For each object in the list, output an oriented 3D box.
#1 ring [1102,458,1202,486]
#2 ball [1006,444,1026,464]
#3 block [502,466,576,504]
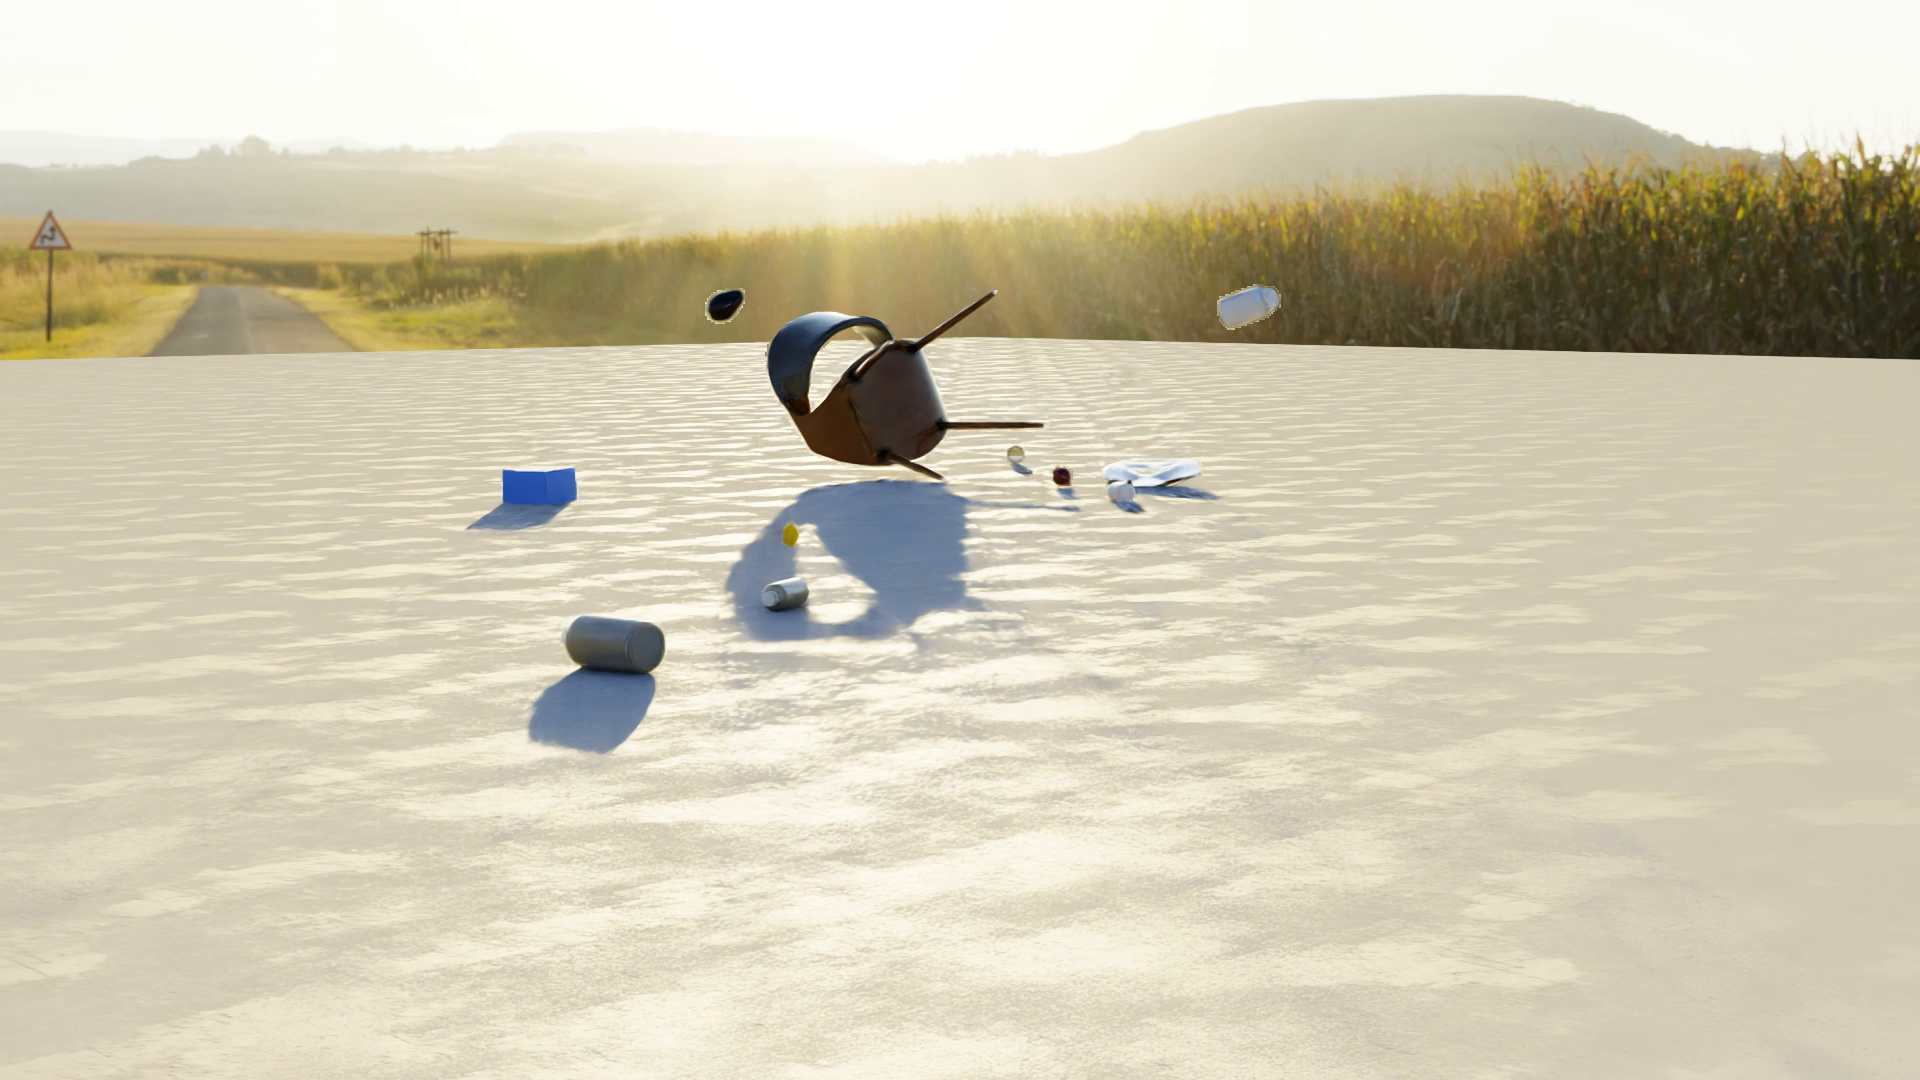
[{"bbox_3d":[0.609,-0.218,8.175,0.258,0.053,0.363,-17,15,-42],"label":"ring"},{"bbox_3d":[0.197,-0.301,9.004,0.067,0.067,0.067,0,6,0],"label":"ball"},{"bbox_3d":[-1.231,-0.162,7.512,0.143,0.096,0.181,2,6,20],"label":"block"}]
